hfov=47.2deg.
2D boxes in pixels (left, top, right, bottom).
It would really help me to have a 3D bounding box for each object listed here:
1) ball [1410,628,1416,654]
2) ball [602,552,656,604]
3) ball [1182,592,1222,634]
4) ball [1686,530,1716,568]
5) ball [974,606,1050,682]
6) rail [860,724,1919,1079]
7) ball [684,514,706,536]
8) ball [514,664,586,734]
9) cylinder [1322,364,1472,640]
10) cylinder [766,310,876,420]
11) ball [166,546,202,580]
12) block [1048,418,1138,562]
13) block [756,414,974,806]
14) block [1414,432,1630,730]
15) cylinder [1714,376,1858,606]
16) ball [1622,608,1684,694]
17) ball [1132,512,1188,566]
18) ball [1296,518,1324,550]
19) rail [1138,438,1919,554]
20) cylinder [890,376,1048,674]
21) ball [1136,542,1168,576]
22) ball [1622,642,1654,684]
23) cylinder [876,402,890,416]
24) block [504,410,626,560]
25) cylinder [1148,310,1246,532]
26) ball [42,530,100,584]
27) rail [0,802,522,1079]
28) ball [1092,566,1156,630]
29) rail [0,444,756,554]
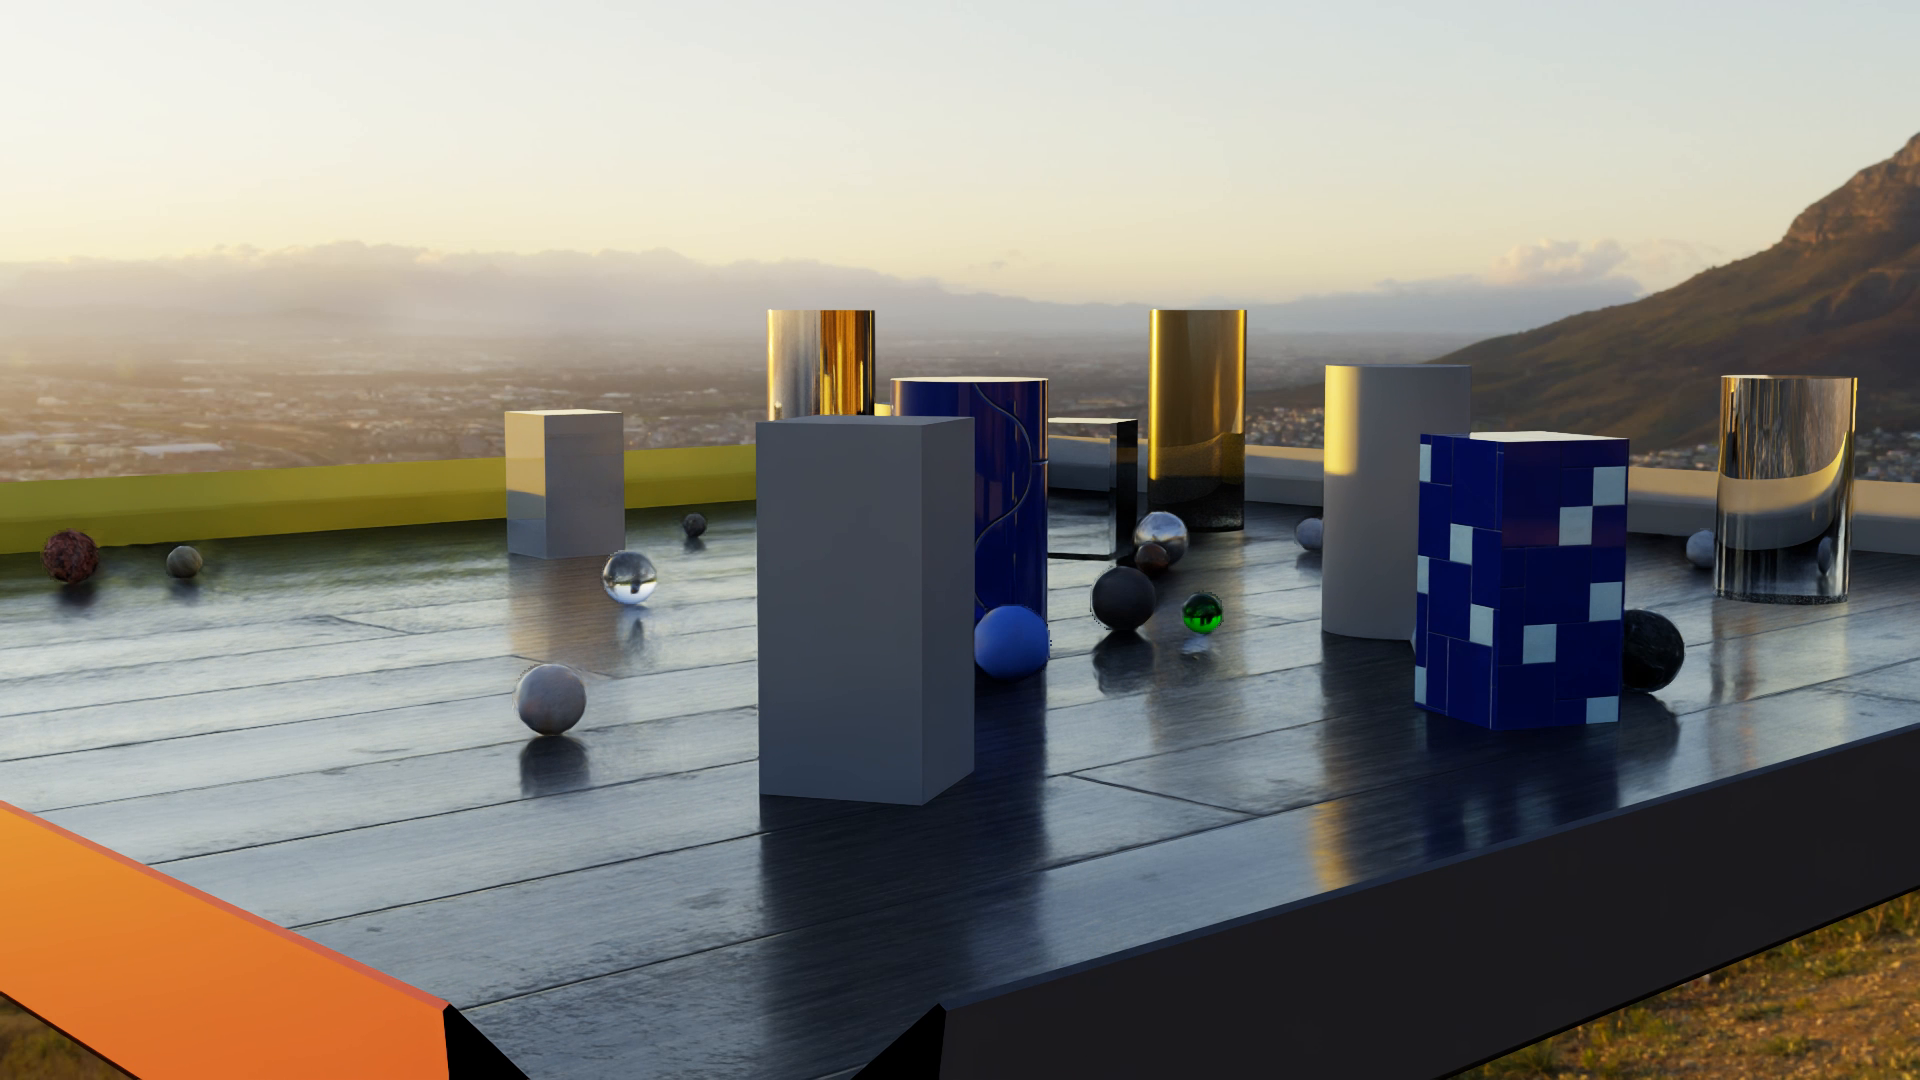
[{"bbox_3d":[0.600,0.128,2.783,0.057,0.057,0.057,0,6,0],"label":"ball"},{"bbox_3d":[-0.501,0.058,3.340,0.082,0.082,0.082,0,6,0],"label":"ball"},{"bbox_3d":[0.336,0.101,3.048,0.056,0.056,0.056,0,6,0],"label":"ball"},{"bbox_3d":[1.294,0.016,3.818,0.065,0.065,0.065,0,6,0],"label":"ball"},{"bbox_3d":[0.061,0.125,2.643,0.093,0.093,0.093,0,6,0],"label":"ball"},{"bbox_3d":[1.146,0.162,2.096,3.517,0.129,0.045,-5,8,-42],"label":"rail"},{"bbox_3d":[-0.524,-0.029,4.346,0.046,0.046,0.046,0,6,0],"label":"ball"},{"bbox_3d":[-0.431,0.168,2.316,0.075,0.075,0.075,0,6,0],"label":"ball"},{"bbox_3d":[0.608,-0.058,3.068,0.199,0.369,0.199,0,6,0],"label":"cylinder"},{"bbox_3d":[-0.253,-0.197,4.025,0.199,0.446,0.199,0,6,0],"label":"cylinder"},{"bbox_3d":[-1.292,0.037,3.662,0.056,0.056,0.056,0,6,0],"label":"ball"},{"bbox_3d":[0.223,-0.095,4.014,0.159,0.246,0.159,2,6,23],"label":"block"},{"bbox_3d":[-0.086,0.059,2.068,0.159,0.343,0.159,2,6,18],"label":"block"},{"bbox_3d":[0.617,0.039,2.425,0.159,0.308,0.159,-2,6,-21],"label":"block"},{"bbox_3d":[1.282,-0.082,3.420,0.199,0.343,0.199,0,6,0],"label":"cylinder"},{"bbox_3d":[0.793,0.130,2.565,0.099,0.099,0.099,0,6,0],"label":"ball"},{"bbox_3d":[0.349,-0.002,3.837,0.097,0.097,0.097,0,6,0],"label":"ball"},{"bbox_3d":[0.656,-0.011,4.095,0.062,0.062,0.062,0,6,0],"label":"ball"},{"bbox_3d":[1.275,-0.088,4.502,0.045,0.129,3.428,-5,8,-42],"label":"rail"},{"bbox_3d":[0.012,-0.024,2.787,0.199,0.359,0.199,0,6,0],"label":"cylinder"},{"bbox_3d":[0.323,0.033,3.706,0.056,0.056,0.056,0,6,0],"label":"ball"},{"bbox_3d":[0.807,0.147,2.638,0.050,0.050,0.050,0,6,0],"label":"ball"},{"bbox_3d":[-0.025,-0.046,3.234,0.199,0.310,0.199,0,6,0],"label":"cylinder"},{"bbox_3d":[-0.728,-0.106,4.053,0.159,0.260,0.159,-5,7,-37],"label":"block"},{"bbox_3d":[0.485,-0.247,4.504,0.199,0.447,0.199,0,6,0],"label":"cylinder"},{"bbox_3d":[-1.458,0.028,3.608,0.086,0.086,0.086,0,6,0],"label":"ball"},{"bbox_3d":[-1.275,0.156,2.162,0.045,0.129,3.428,-5,8,-42],"label":"rail"},{"bbox_3d":[0.229,0.082,3.069,0.090,0.090,0.090,0,6,0],"label":"ball"},{"bbox_3d":[-1.146,-0.095,4.567,3.517,0.129,0.045,-5,8,-42],"label":"rail"}]
